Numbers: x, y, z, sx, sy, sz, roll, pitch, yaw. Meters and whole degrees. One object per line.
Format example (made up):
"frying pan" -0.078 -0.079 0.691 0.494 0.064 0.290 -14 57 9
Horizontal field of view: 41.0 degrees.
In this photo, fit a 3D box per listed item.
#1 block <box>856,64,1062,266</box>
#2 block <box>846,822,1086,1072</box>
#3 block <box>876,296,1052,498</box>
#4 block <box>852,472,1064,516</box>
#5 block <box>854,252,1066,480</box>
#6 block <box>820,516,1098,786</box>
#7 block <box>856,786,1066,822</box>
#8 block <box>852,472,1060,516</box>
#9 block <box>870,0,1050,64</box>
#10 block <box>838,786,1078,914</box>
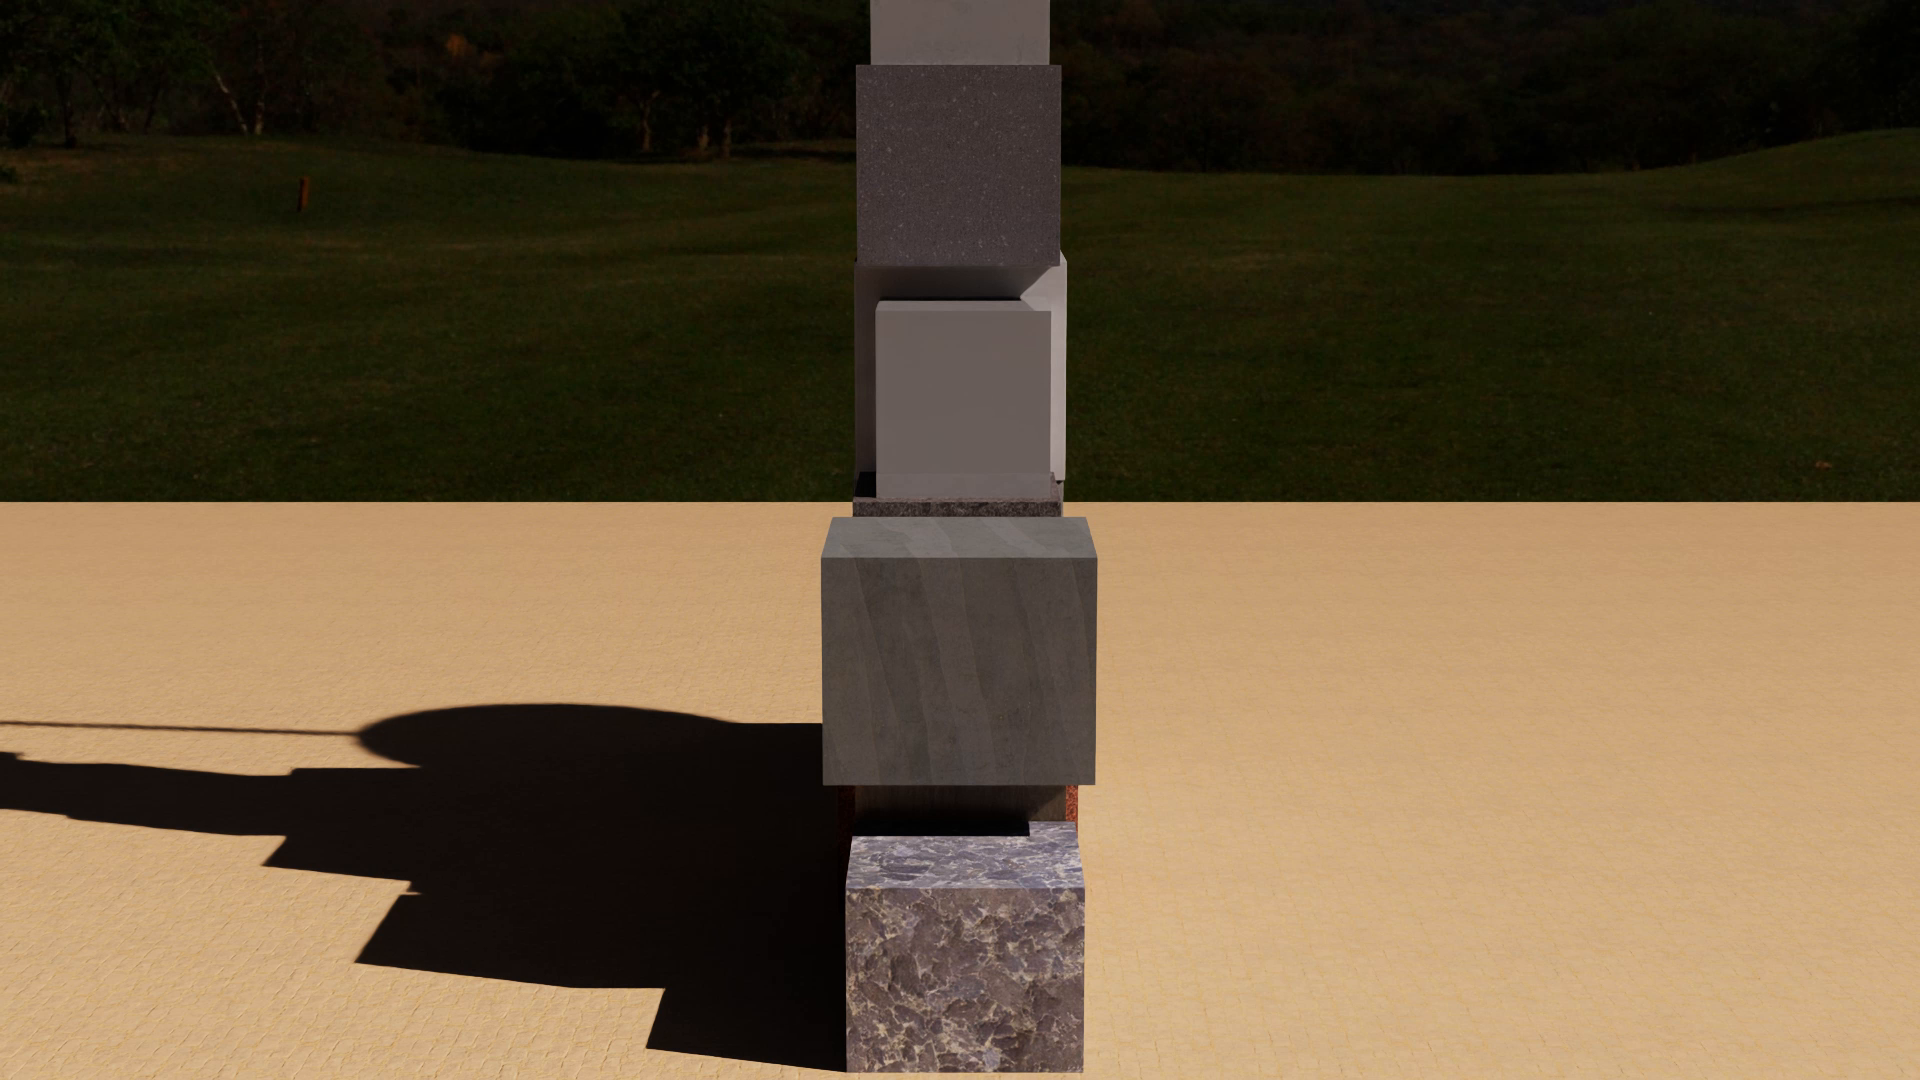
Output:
"block" -0.005 -1.600 10.889 0.836 0.817 0.788 0 10 0
"block" 0.018 1.487 9.474 0.843 0.684 0.818 0 10 0
"block" 0.013 -0.601 10.597 0.700 0.752 0.680 0 10 0
"block" -0.008 0.099 11.586 0.905 0.905 0.978 0 10 0
"block" 0.002 -0.800 11.386 0.900 0.935 0.924 0 10 0
"block" -0.003 0.408 9.865 1.010 0.859 0.875 0 10 0
"block" 0.002 1.222 10.320 0.807 0.904 0.920 0 10 0
"block" -0.013 0.229 10.695 0.831 0.915 0.802 0 10 0
"block" 0.000 -2.391 10.746 0.729 0.791 0.712 0 10 0
"block" -0.009 1.066 11.248 1.011 0.878 0.943 0 10 0
